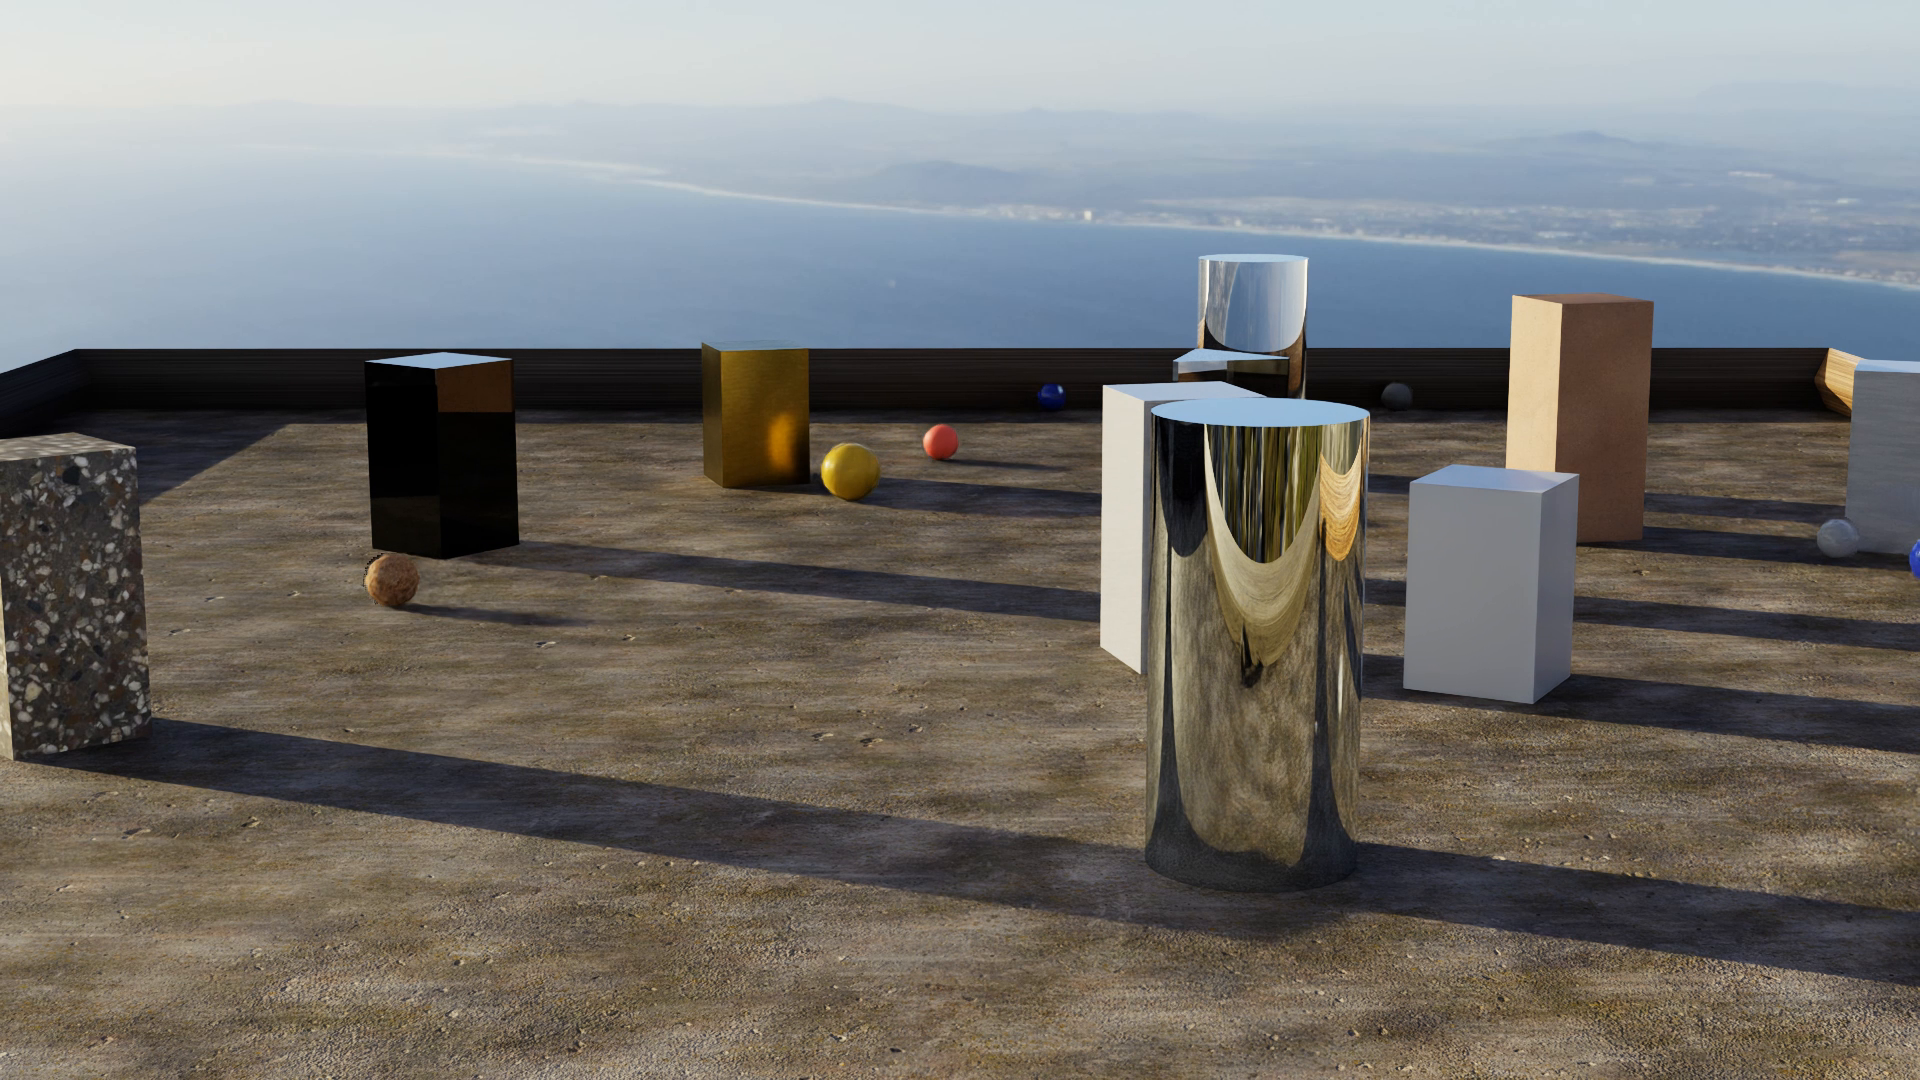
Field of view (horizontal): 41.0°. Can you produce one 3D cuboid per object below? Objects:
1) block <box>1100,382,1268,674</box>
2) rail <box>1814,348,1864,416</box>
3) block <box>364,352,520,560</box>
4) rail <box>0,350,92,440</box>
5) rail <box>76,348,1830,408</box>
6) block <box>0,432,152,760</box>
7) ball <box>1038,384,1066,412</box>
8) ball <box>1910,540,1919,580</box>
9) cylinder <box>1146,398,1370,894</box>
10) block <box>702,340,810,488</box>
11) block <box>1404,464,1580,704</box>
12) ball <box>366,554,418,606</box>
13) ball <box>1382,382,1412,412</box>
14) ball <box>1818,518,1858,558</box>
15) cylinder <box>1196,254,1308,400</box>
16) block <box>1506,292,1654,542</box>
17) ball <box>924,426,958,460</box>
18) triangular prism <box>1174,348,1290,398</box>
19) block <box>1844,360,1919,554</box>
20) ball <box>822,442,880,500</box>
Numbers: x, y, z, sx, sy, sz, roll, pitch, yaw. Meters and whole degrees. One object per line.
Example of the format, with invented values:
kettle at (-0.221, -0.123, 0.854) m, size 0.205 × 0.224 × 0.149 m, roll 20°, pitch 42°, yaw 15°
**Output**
block at (0.274, -0.019, 3.168) m, size 0.156 × 0.333 × 0.156 m, roll -3°, pitch 11°, yaw -15°
rail at (1.852, 0.031, 3.459) m, size 0.045 × 0.127 × 4.160 m, roll 0°, pitch 11°, yaw 0°
block at (-0.786, -0.131, 3.898) m, size 0.156 × 0.286 × 0.156 m, roll 8°, pitch 13°, yaw 36°
rail at (-1.852, 0.035, 3.438) m, size 0.045 × 0.127 × 4.160 m, roll 0°, pitch 11°, yaw 0°
rail at (-0.012, -0.342, 5.471) m, size 3.752 × 0.127 × 0.045 m, roll 0°, pitch 11°, yaw 0°
block at (-0.999, 0.056, 2.798) m, size 0.156 × 0.319 × 0.156 m, roll -9°, pitch 14°, yaw -42°
ball at (0.194, -0.302, 5.440) m, size 0.061 × 0.061 × 0.061 m, roll 0°, pitch 11°, yaw 0°
ball at (1.379, 0.028, 3.612) m, size 0.079 × 0.079 × 0.079 m, roll 0°, pitch 11°, yaw 0°
cylinder at (0.269, 0.091, 2.341) m, size 0.195 × 0.419 × 0.195 m, roll 0°, pitch 11°, yaw 0°
block at (-0.362, -0.226, 4.541) m, size 0.156 × 0.239 × 0.156 m, roll -3°, pitch 11°, yaw -18°
block at (0.630, 0.049, 3.041) m, size 0.156 × 0.247 × 0.156 m, roll 6°, pitch 12°, yaw 28°
ball at (-0.772, 0.055, 3.489) m, size 0.071 × 0.071 × 0.071 m, roll 0°, pitch 11°, yaw 0°
ball at (0.926, -0.304, 5.443) m, size 0.063 × 0.063 × 0.063 m, roll 0°, pitch 11°, yaw 0°
ball at (1.311, -0.002, 3.830) m, size 0.059 × 0.059 × 0.059 m, roll 0°, pitch 11°, yaw 0°
cylinder at (0.520, -0.309, 4.578) m, size 0.195 × 0.388 × 0.195 m, roll 0°, pitch 11°, yaw 0°
block at (0.963, -0.193, 4.004) m, size 0.156 × 0.369 × 0.156 m, roll -3°, pitch 11°, yaw -16°
ball at (-0.035, -0.181, 4.778) m, size 0.065 × 0.065 × 0.065 m, roll 0°, pitch 11°, yaw 0°
triangular prism at (0.364, -0.108, 3.688) m, size 0.169 × 0.319 × 0.146 m, roll -3°, pitch 11°, yaw -13°
block at (1.442, -0.127, 3.912) m, size 0.156 × 0.274 × 0.156 m, roll 4°, pitch 11°, yaw 22°
ball at (-0.185, -0.116, 4.333) m, size 0.098 × 0.098 × 0.098 m, roll 0°, pitch 11°, yaw 0°
